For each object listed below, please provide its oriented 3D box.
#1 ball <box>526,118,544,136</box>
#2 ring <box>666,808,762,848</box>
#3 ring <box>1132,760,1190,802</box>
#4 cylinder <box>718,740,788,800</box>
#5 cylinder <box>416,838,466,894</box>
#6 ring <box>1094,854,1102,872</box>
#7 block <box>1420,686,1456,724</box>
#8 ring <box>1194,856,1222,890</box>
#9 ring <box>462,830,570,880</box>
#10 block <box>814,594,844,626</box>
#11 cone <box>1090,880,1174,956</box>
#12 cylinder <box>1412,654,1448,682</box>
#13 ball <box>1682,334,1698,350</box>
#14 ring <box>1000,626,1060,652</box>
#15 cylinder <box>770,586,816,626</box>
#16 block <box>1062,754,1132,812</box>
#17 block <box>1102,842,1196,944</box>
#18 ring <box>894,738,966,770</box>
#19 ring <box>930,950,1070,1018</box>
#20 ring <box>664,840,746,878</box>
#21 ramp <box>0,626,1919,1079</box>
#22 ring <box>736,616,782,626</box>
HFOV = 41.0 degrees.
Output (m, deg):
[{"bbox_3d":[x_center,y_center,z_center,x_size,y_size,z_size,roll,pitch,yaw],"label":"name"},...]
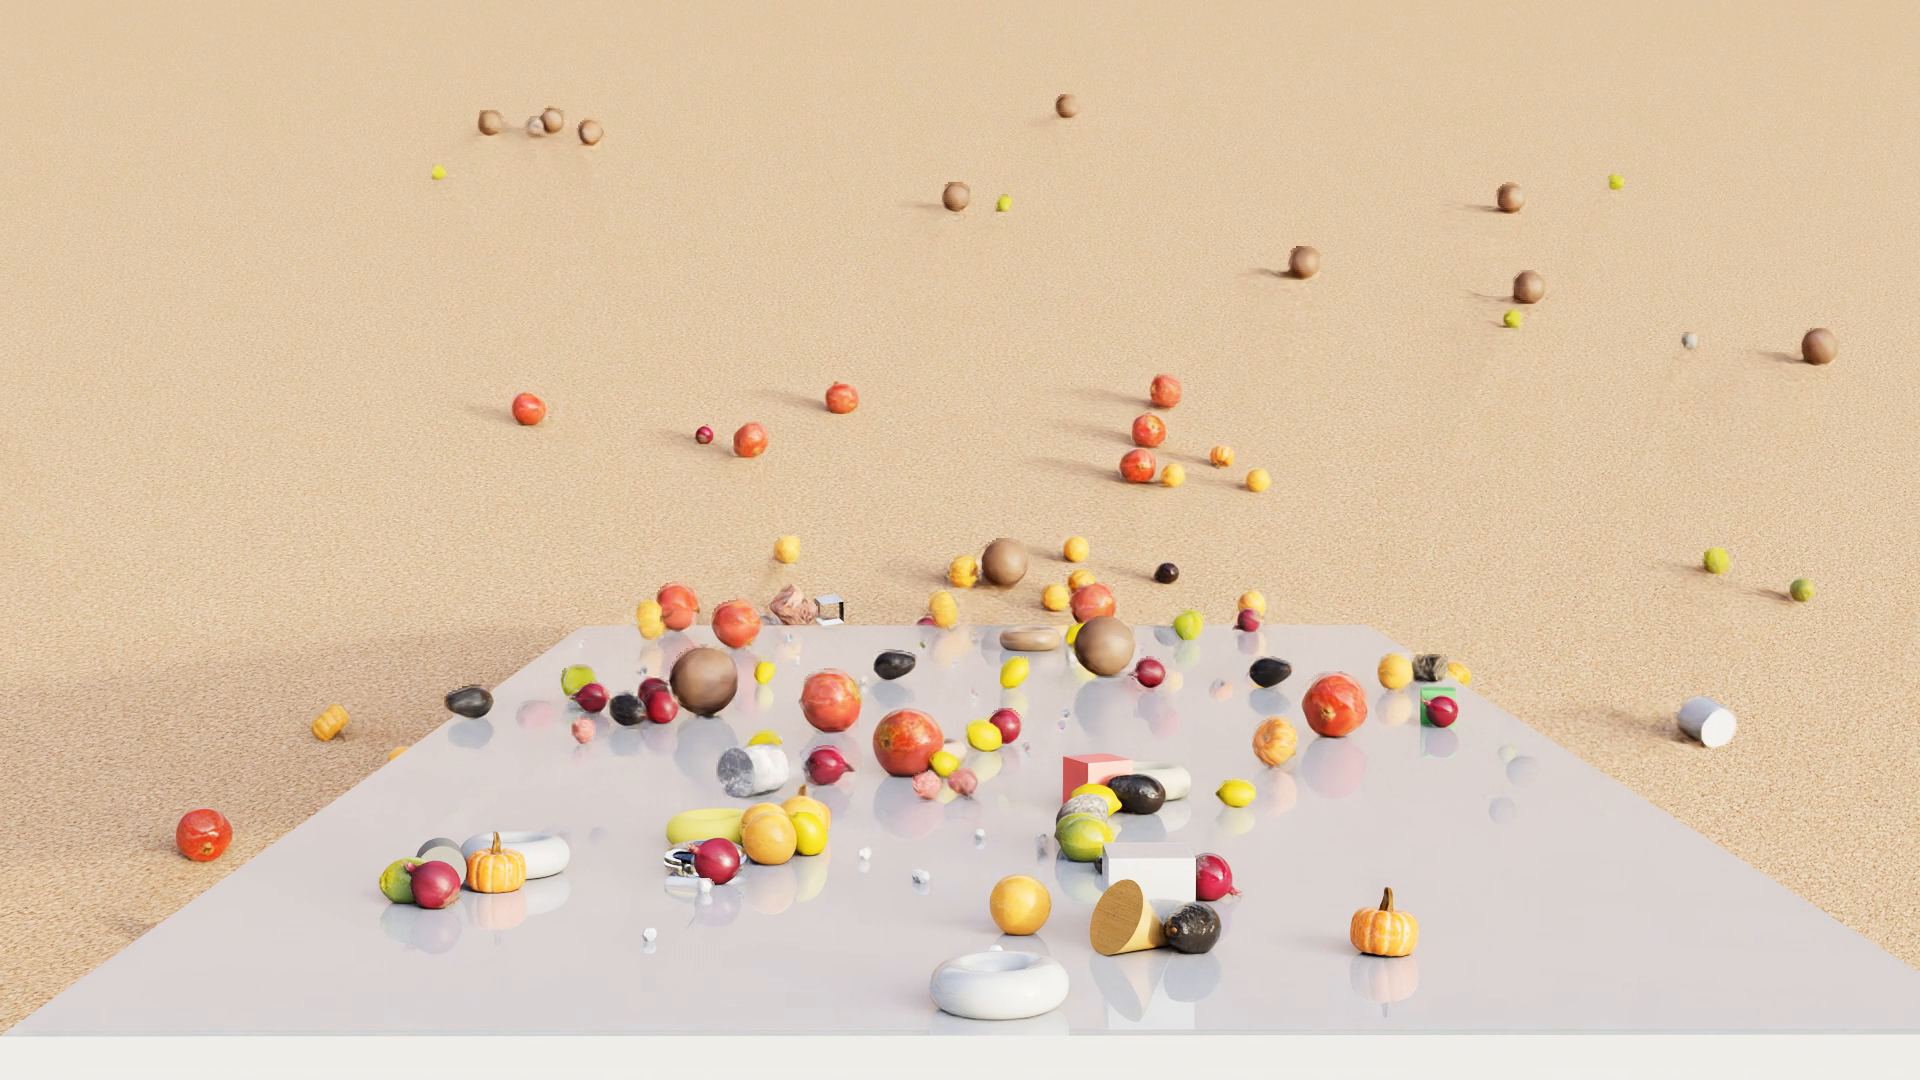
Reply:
[{"bbox_3d":[-2.267,-2.203,13.689,0.094,0.094,0.094,0,19,0],"label":"ball"},{"bbox_3d":[-0.340,0.400,3.545,0.132,0.044,0.132,-1,4,0],"label":"ring"},{"bbox_3d":[0.282,0.370,3.945,0.146,0.049,0.146,1,3,0],"label":"ring"},{"bbox_3d":[-0.319,0.355,3.957,0.077,0.077,0.077,15,20,36],"label":"cylinder"},{"bbox_3d":[-0.657,0.412,3.248,0.061,0.061,0.061,-5,5,-14],"label":"cylinder"},{"bbox_3d":[0.214,0.422,3.354,0.077,0.026,0.077,0,5,0],"label":"ring"},{"bbox_3d":[0.887,0.307,4.761,0.063,0.063,0.063,1,4,8],"label":"block"},{"bbox_3d":[0.283,0.424,3.273,0.101,0.034,0.101,0,2,0],"label":"ring"},{"bbox_3d":[-0.582,0.412,3.356,0.144,0.048,0.144,1,3,0],"label":"ring"},{"bbox_3d":[-0.348,0.186,6.825,0.061,0.061,0.061,-8,21,-22],"label":"block"},{"bbox_3d":[0.212,0.444,2.918,0.091,0.091,0.091,28,5,-28],"label":"cone"},{"bbox_3d":[0.983,0.269,5.377,0.054,0.054,0.054,4,17,40],"label":"cylinder"},{"bbox_3d":[2.703,-0.736,9.497,0.059,0.059,0.059,0,19,0],"label":"ball"},{"bbox_3d":[0.163,0.231,5.997,0.144,0.048,0.144,-1,5,0],"label":"ring"},{"bbox_3d":[-0.438,0.181,6.739,0.086,0.086,0.086,-33,27,20],"label":"cylinder"},{"bbox_3d":[0.205,0.364,3.840,0.075,0.075,0.075,-2,4,-27],"label":"block"},{"bbox_3d":[0.219,0.410,2.986,0.099,0.099,0.099,0,4,-1],"label":"block"},{"bbox_3d":[-0.049,0.353,4.254,0.122,0.041,0.122,-1,5,0],"label":"ring"},{"bbox_3d":[0.041,0.459,2.652,0.145,0.048,0.145,-1,4,0],"label":"ring"},{"bbox_3d":[-0.333,0.417,3.359,0.108,0.036,0.108,0,5,0],"label":"ring"},{"bbox_3d":[0.045,0.404,4.539,2.000,0.100,4.000,0,4,0],"label":"ramp"},{"bbox_3d":[-0.527,0.231,6.725,0.124,0.041,0.124,1,20,0],"label":"ring"}]
